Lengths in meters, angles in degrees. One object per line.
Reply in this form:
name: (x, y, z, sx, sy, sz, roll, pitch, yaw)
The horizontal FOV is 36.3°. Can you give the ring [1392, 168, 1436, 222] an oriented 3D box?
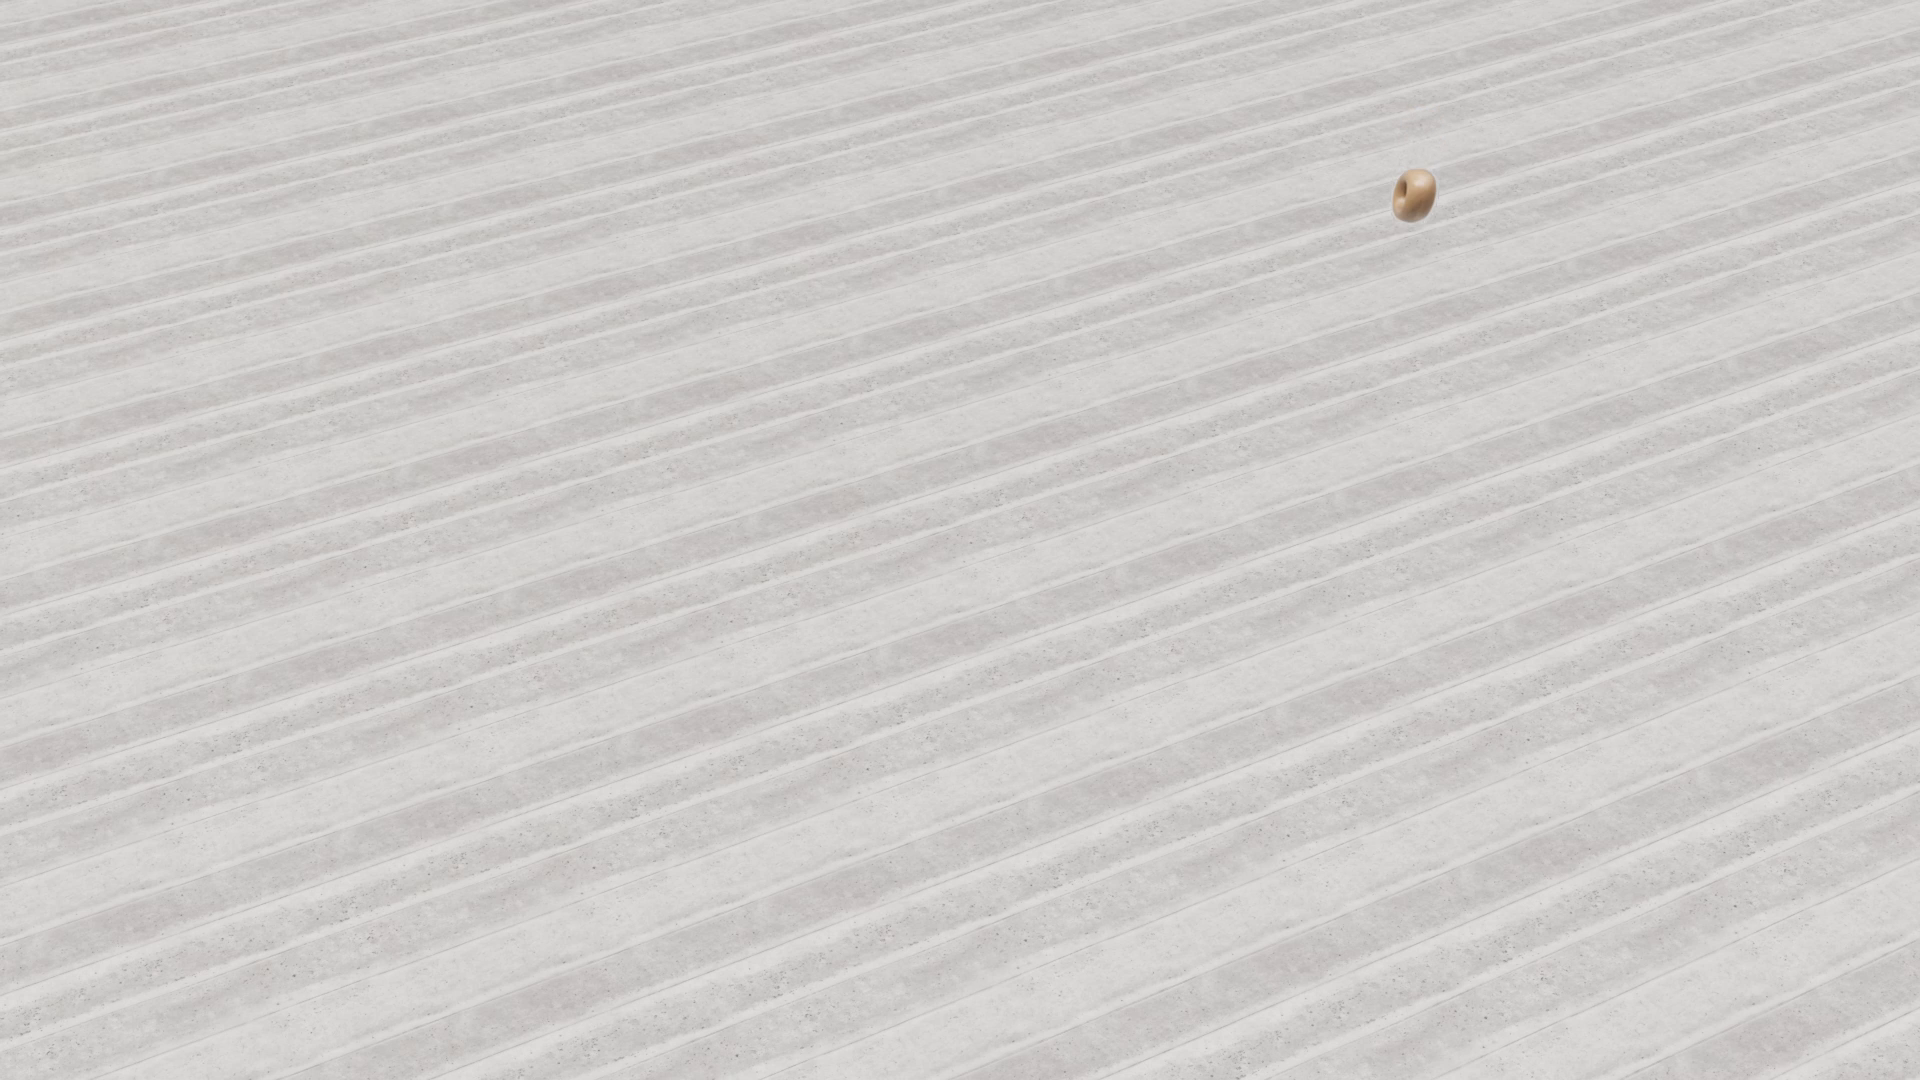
ring: (1.341, -1.017, 8.657, 0.086, 0.151, 0.260, 3, -8, -5)
